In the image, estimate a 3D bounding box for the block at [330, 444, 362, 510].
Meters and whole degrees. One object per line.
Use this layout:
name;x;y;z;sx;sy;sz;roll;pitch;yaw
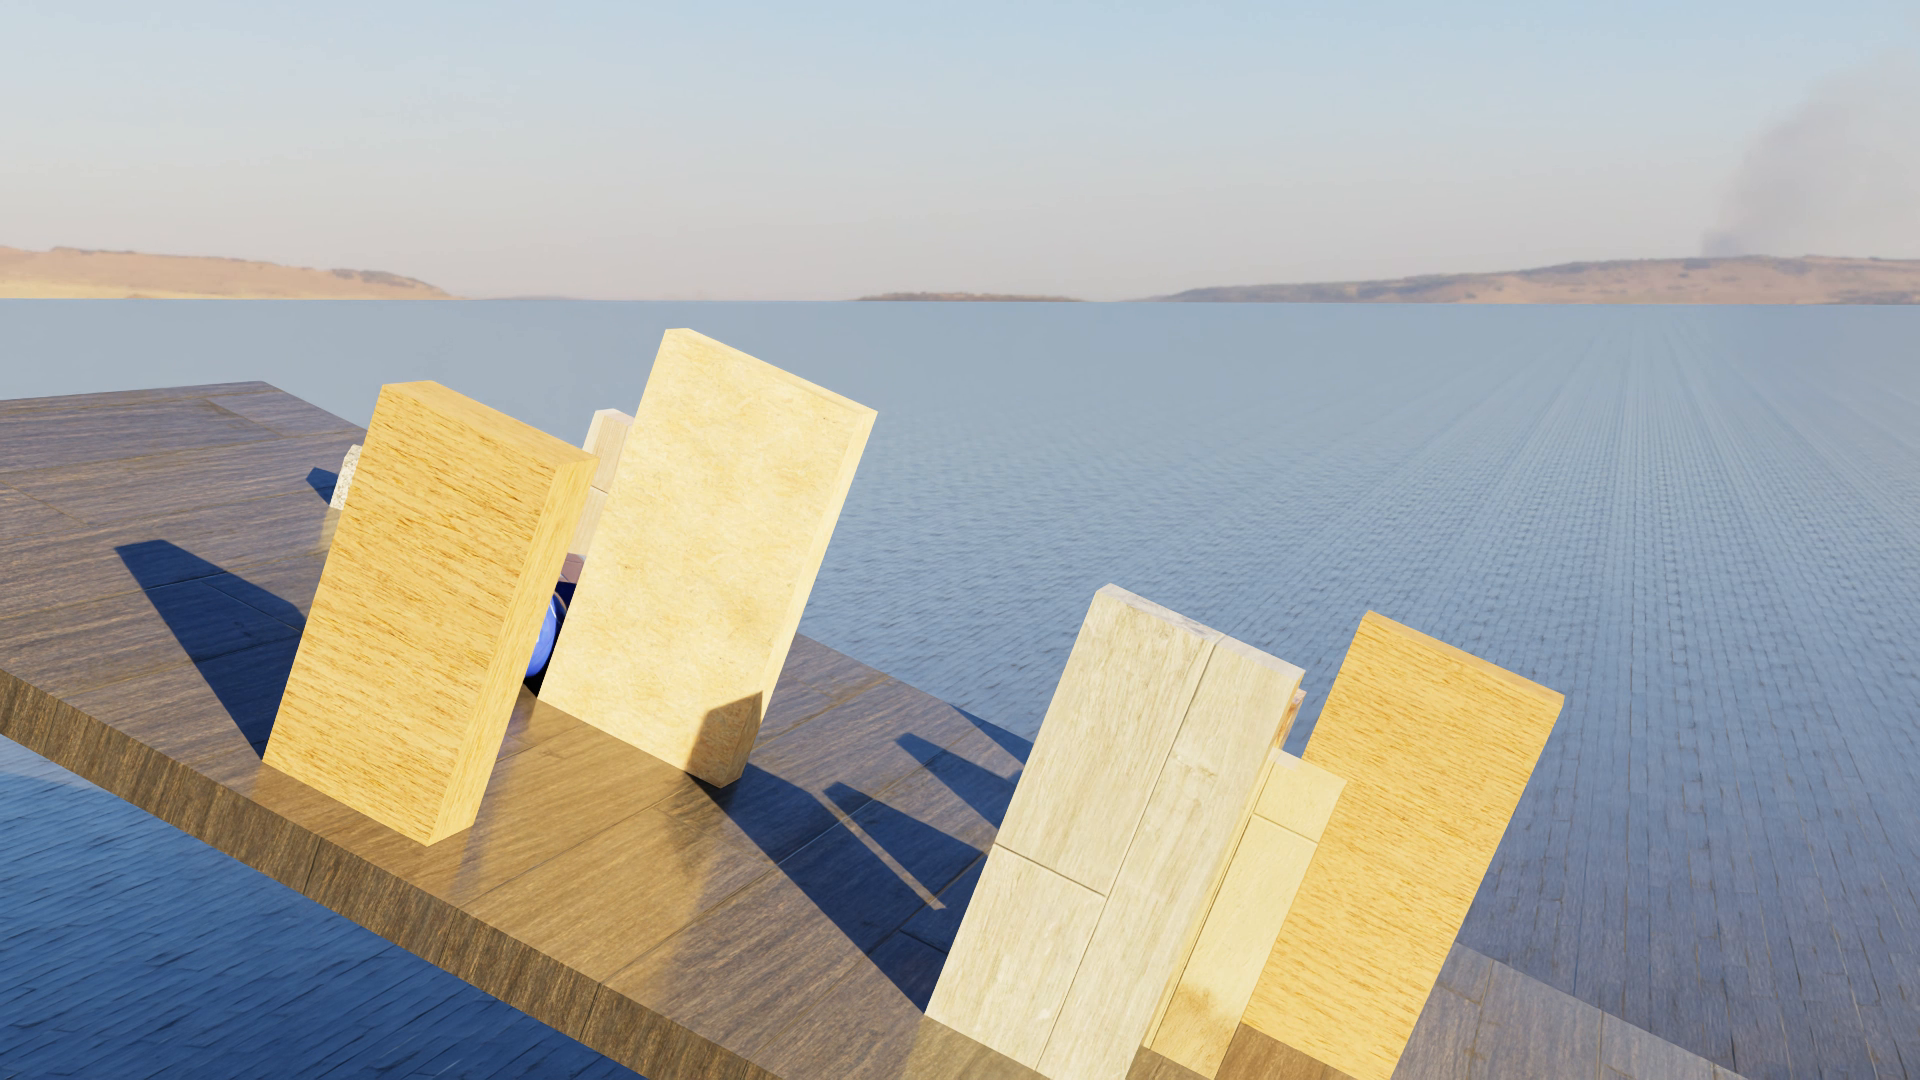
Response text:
block;-1.319;-0.126;4.895;0.118;0.118;0.118;19;13;-11

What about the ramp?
ramp;-0.311;0.554;4.197;4.000;0.100;2.000;24;13;13

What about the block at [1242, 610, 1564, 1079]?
block;0.741;0.553;3.914;0.367;0.770;0.096;24;13;13

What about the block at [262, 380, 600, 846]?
block;-0.837;0.112;3.467;0.316;0.649;0.142;24;13;13

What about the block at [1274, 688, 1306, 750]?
block;0.492;0.448;4.778;0.373;0.406;0.144;24;13;13

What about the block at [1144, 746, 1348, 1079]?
block;0.390;0.588;3.709;0.327;0.546;0.091;24;13;13

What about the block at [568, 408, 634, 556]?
block;-0.674;-0.022;4.850;0.409;0.404;0.089;24;13;13

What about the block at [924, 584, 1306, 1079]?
block;0.236;0.480;3.446;0.332;0.750;0.093;24;13;13

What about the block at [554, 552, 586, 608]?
block;-0.808;0.140;4.470;0.181;0.181;0.181;11;16;-38

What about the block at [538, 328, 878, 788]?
block;-0.480;0.034;4.124;0.406;0.758;0.098;24;13;13

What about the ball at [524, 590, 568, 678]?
ball;-0.846;0.171;4.251;0.193;0.193;0.193;0;7;0
